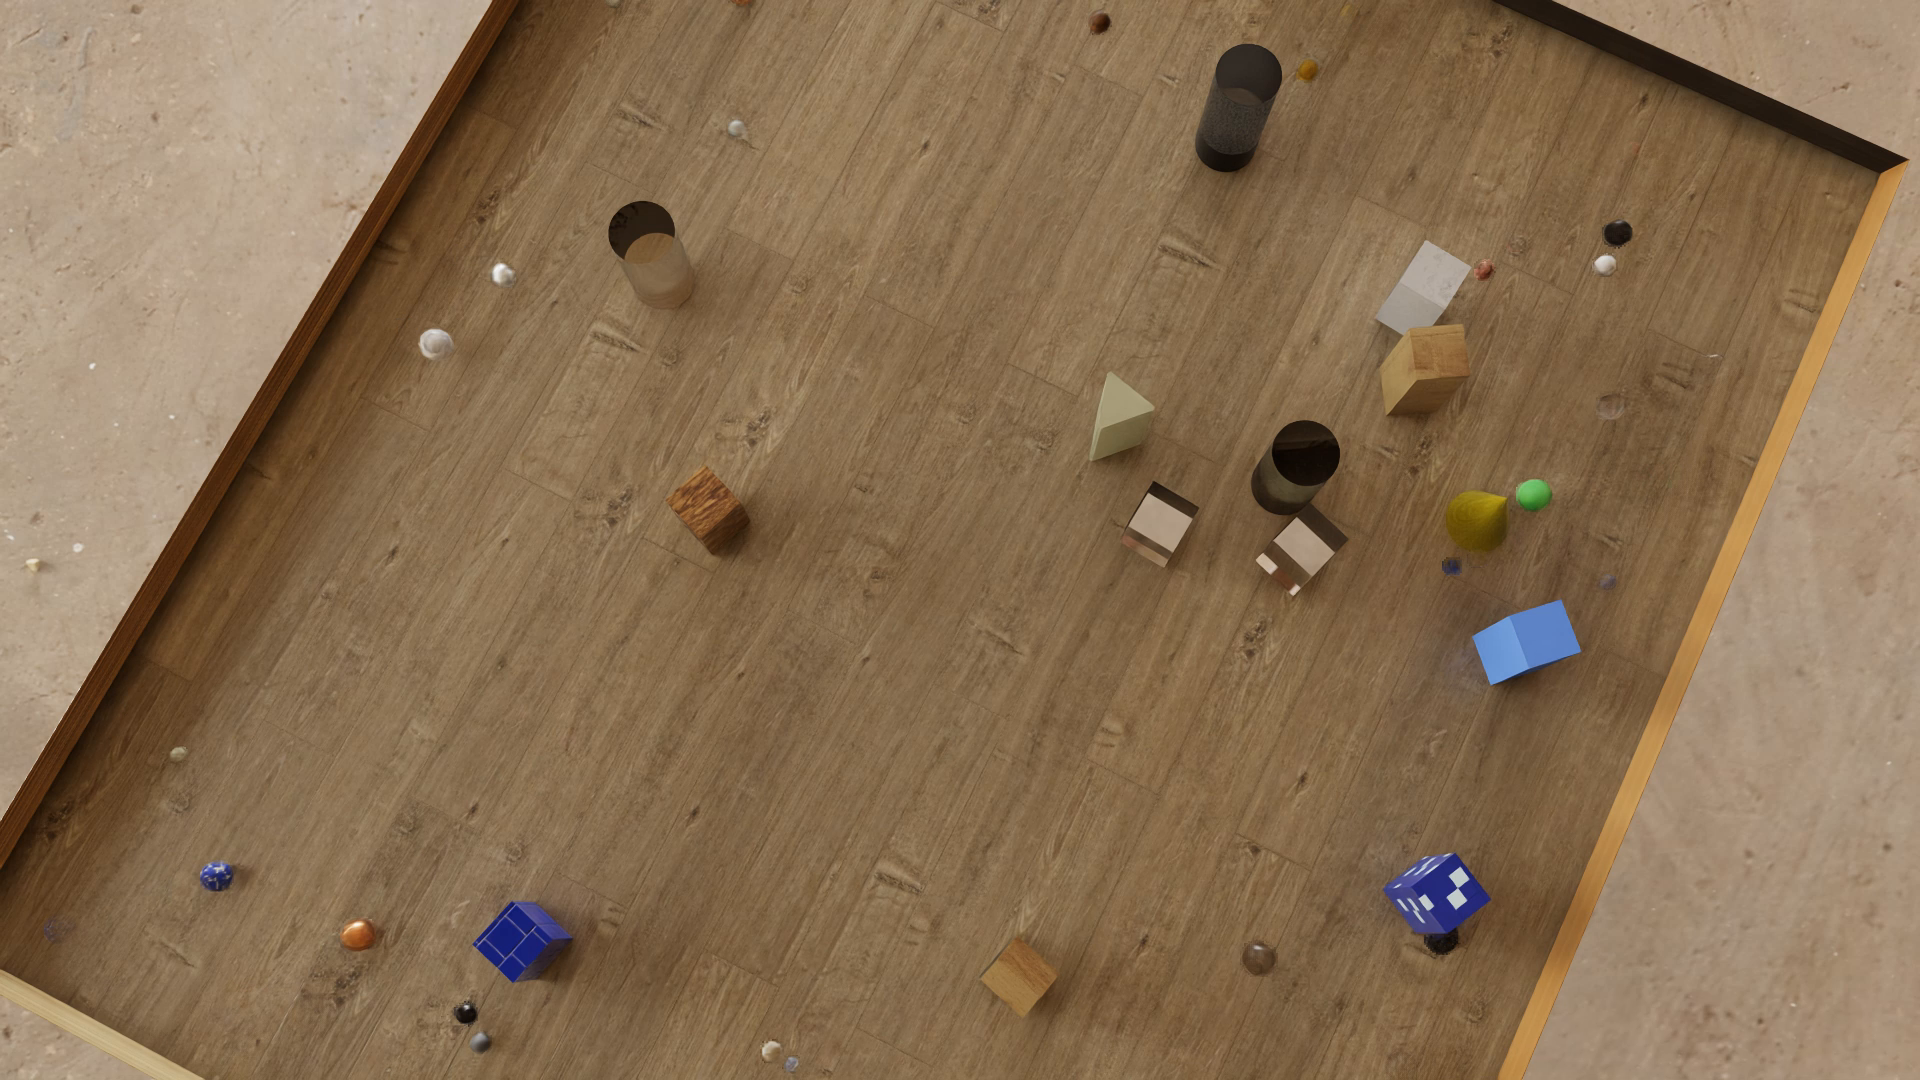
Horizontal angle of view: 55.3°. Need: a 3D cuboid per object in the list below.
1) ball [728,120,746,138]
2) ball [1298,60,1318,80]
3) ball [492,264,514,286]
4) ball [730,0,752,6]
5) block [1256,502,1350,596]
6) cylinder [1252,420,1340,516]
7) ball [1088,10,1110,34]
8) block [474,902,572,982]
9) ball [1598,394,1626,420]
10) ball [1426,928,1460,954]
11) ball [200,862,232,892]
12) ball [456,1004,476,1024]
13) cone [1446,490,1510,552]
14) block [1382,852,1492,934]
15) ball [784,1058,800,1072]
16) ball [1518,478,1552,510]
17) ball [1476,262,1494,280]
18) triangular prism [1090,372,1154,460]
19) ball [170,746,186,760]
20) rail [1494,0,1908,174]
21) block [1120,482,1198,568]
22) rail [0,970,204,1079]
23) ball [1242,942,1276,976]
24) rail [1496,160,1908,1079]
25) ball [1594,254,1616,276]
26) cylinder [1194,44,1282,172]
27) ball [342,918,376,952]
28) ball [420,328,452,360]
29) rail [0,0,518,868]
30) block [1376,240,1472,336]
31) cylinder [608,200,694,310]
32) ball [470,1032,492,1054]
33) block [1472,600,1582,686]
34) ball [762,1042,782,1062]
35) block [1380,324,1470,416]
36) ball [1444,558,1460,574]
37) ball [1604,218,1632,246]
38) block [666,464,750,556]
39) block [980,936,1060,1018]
[{"bbox_3d":[-0.714,-1.314,5.860,0.056,0.056,0.056,0,78,0],"label":"ball"},{"bbox_3d":[1.120,-1.512,5.896,0.066,0.066,0.066,0,78,0],"label":"ball"},{"bbox_3d":[-1.435,-0.831,5.752,0.071,0.071,0.071,0,78,0],"label":"ball"},{"bbox_3d":[-0.710,-1.781,5.937,0.094,0.094,0.094,0,78,0],"label":"ball"},{"bbox_3d":[1.014,0.030,5.449,0.157,0.315,0.157,44,82,8],"label":"block"},{"bbox_3d":[0.996,-0.211,5.462,0.197,0.389,0.197,0,78,0],"label":"cylinder"},{"bbox_3d":[0.449,-1.676,5.927,0.072,0.072,0.072,0,78,0],"label":"ball"},{"bbox_3d":[-1.245,1.146,5.235,0.157,0.282,0.157,41,81,8],"label":"block"},{"bbox_3d":[2.011,-0.411,5.660,0.082,0.082,0.082,0,78,0],"label":"ball"},{"bbox_3d":[1.404,1.154,5.329,0.095,0.095,0.095,0,78,0],"label":"ball"},{"bbox_3d":[-2.179,0.986,5.367,0.089,0.089,0.089,0,78,0],"label":"ball"},{"bbox_3d":[-1.428,1.373,5.303,0.058,0.058,0.058,0,78,0],"label":"ball"},{"bbox_3d":[1.590,-0.090,5.474,0.197,0.316,0.197,0,78,0],"label":"cone"},{"bbox_3d":[1.355,1.010,5.226,0.157,0.356,0.157,-35,81,-7],"label":"block"},{"bbox_3d":[-0.484,1.513,5.282,0.042,0.042,0.042,0,78,0],"label":"ball"},{"bbox_3d":[1.756,-0.138,5.596,0.097,0.097,0.097,0,78,0],"label":"ball"},{"bbox_3d":[1.649,-0.848,5.764,0.055,0.055,0.055,0,78,0],"label":"ball"},{"bbox_3d":[0.458,-0.381,5.497,0.170,0.389,0.147,-19,79,-4],"label":"triangular prism"},{"bbox_3d":[-2.331,0.638,5.464,0.041,0.041,0.041,0,78,0],"label":"ball"},{"bbox_3d":[1.068,-2.084,5.982,4.234,0.128,0.045,26,80,5],"label":"rail"},{"bbox_3d":[0.597,-0.045,5.500,0.157,0.246,0.157,31,80,6],"label":"block"},{"bbox_3d":[-1.068,2.098,5.116,4.234,0.128,0.045,26,80,5],"label":"rail"},{"bbox_3d":[0.868,1.215,5.316,0.097,0.097,0.097,0,78,0],"label":"ball"},{"bbox_3d":[1.872,0.924,5.359,0.045,0.128,4.822,26,80,5],"label":"rail"},{"bbox_3d":[2.030,-0.864,5.762,0.065,0.065,0.065,0,78,0],"label":"ball"},{"bbox_3d":[0.852,-1.322,5.639,0.197,0.491,0.197,0,78,0],"label":"cylinder"},{"bbox_3d":[-1.751,1.150,5.330,0.095,0.095,0.095,0,78,0],"label":"ball"},{"bbox_3d":[-1.629,-0.608,5.692,0.098,0.098,0.098,0,78,0],"label":"ball"},{"bbox_3d":[-1.872,-0.910,5.739,0.045,0.128,4.822,26,80,5],"label":"rail"},{"bbox_3d":[1.412,-0.754,5.603,0.157,0.333,0.157,33,80,6],"label":"block"},{"bbox_3d":[-0.936,-0.863,5.586,0.197,0.410,0.197,0,78,0],"label":"cylinder"},{"bbox_3d":[-1.383,1.451,5.286,0.060,0.060,0.060,0,78,0],"label":"ball"},{"bbox_3d":[1.652,0.303,5.359,0.157,0.382,0.157,-17,79,-3],"label":"block"},{"bbox_3d":[-0.541,1.475,5.282,0.058,0.058,0.058,0,78,0],"label":"ball"},{"bbox_3d":[1.396,-0.509,5.523,0.157,0.389,0.157,-5,78,-1],"label":"block"},{"bbox_3d":[1.493,0.080,5.555,0.047,0.047,0.047,0,78,0],"label":"ball"},{"bbox_3d":[2.073,-0.968,5.773,0.086,0.086,0.086,0,78,0],"label":"ball"},{"bbox_3d":[-0.754,-0.087,5.502,0.157,0.261,0.157,-43,81,-8],"label":"block"},{"bbox_3d":[0.167,1.239,5.216,0.157,0.282,0.157,41,81,8],"label":"block"}]
